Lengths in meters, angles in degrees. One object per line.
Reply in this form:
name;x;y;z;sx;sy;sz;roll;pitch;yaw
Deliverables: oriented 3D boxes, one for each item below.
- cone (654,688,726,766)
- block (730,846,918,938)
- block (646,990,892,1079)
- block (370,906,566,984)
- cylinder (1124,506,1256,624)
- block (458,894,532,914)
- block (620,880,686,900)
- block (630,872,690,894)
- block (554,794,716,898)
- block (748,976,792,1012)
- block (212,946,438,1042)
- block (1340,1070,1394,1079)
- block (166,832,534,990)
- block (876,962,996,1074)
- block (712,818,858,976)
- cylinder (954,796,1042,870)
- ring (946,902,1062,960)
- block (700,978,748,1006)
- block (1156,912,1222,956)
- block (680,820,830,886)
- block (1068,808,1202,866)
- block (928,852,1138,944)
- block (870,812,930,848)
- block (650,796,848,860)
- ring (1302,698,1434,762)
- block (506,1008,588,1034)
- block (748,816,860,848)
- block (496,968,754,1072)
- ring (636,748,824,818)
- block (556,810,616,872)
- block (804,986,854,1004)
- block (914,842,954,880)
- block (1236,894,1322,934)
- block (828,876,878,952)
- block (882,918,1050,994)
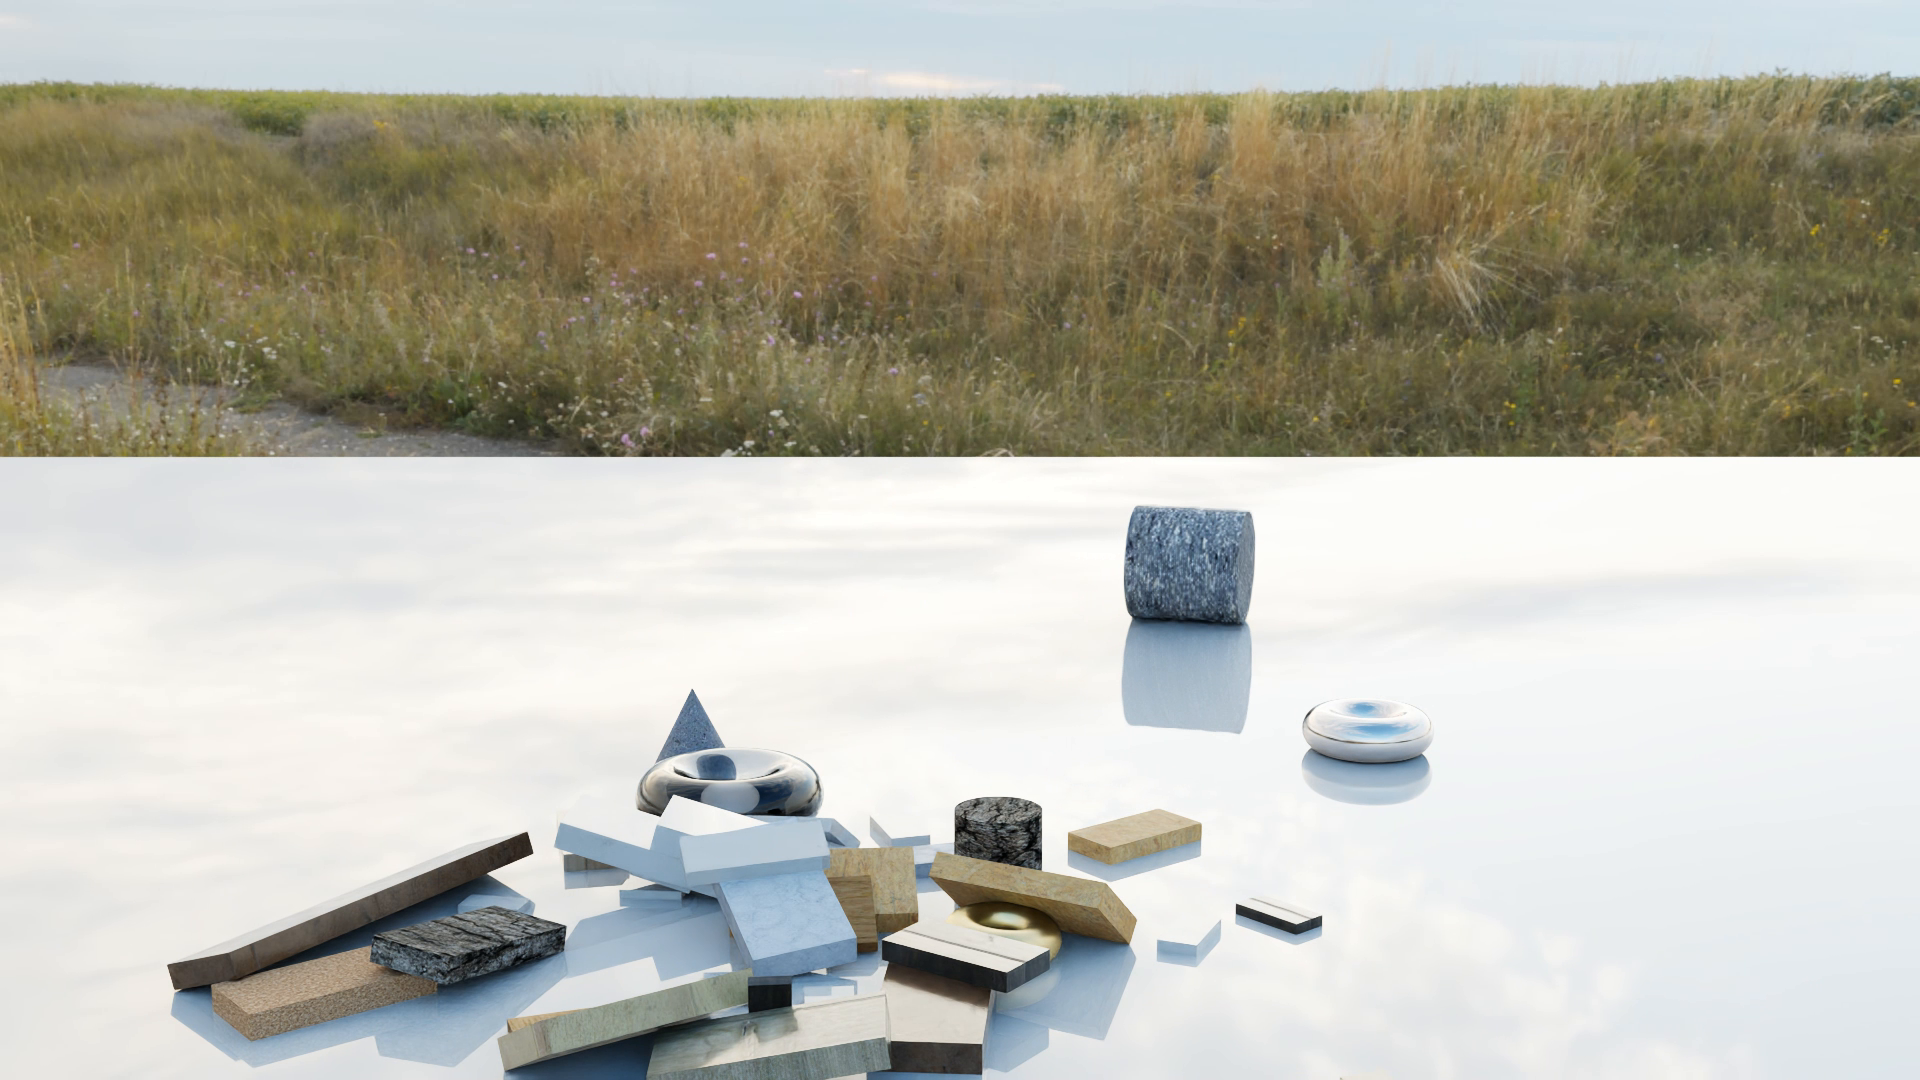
cone;-0.520;0.379;4.290;0.189;0.189;0.189;0;11;0
block;-0.220;0.564;3.529;0.298;0.042;0.149;-1;36;-5
block;-0.251;0.678;2.937;0.315;0.045;0.158;-9;11;0
block;-0.737;0.608;3.315;0.141;0.040;0.283;10;5;26
cylinder;0.598;0.064;5.705;0.292;0.292;0.292;3;11;16
block;-0.759;0.597;3.589;0.104;0.015;0.052;2;11;12
block;-0.511;0.583;3.666;0.104;0.015;0.052;1;11;5
block;-0.493;0.558;3.662;0.104;0.015;0.052;17;11;3
block;-0.503;0.517;3.689;0.322;0.046;0.161;17;11;1
block;-0.261;0.650;3.025;0.059;0.119;0.017;-1;32;-6
block;-0.926;0.655;3.210;0.283;0.040;0.141;-9;14;-39
block;0.555;0.730;2.868;0.064;0.018;0.129;-4;11;-19
block;-0.948;0.580;3.492;0.141;0.040;0.650;-15;1;31
block;-0.036;0.669;3.120;0.158;0.045;0.315;1;11;4
block;-0.286;0.557;3.425;0.161;0.046;0.322;-9;30;-18
cylinder;0.063;0.518;3.654;0.147;0.147;0.147;0;11;0
ring;0.065;0.610;3.391;0.185;0.062;0.185;4;10;-1
block;-0.330;0.664;3.225;0.119;0.017;0.059;1;11;7
block;0.361;0.620;3.457;0.064;0.018;0.129;5;11;23
block;-0.324;0.493;3.465;0.226;0.026;0.093;-6;29;-11
block;0.312;0.527;3.919;0.223;0.032;0.112;-8;13;-38
block;0.115;0.563;3.463;0.298;0.042;0.149;6;-28;29
block;-0.109;0.524;3.970;0.072;0.021;0.145;-3;11;-18
block;-0.345;0.518;3.682;0.322;0.046;0.161;17;11;-1
ring;0.837;0.389;4.513;0.268;0.089;0.268;0;9;0
block;-0.574;0.687;3.103;0.119;0.017;0.059;-4;11;-20
block;-0.275;0.511;3.805;0.186;0.026;0.093;-3;-33;32
block;-0.453;0.655;3.009;0.318;0.045;0.159;-8;-15;-35
ring;-0.421;0.467;4.026;0.345;0.115;0.345;0;9;0
block;-0.654;0.530;3.907;0.112;0.032;0.254;-2;11;-13
block;-0.186;0.676;3.150;0.072;0.021;0.145;-1;11;-5
block;-0.078;0.555;3.785;0.186;0.026;0.093;-3;11;-18
block;0.514;0.603;3.546;0.064;0.018;0.129;-9;14;-40
block;-0.171;0.586;3.448;0.072;0.021;0.145;-2;36;-6
block;0.008;0.609;3.233;0.223;0.032;0.112;7;13;35
